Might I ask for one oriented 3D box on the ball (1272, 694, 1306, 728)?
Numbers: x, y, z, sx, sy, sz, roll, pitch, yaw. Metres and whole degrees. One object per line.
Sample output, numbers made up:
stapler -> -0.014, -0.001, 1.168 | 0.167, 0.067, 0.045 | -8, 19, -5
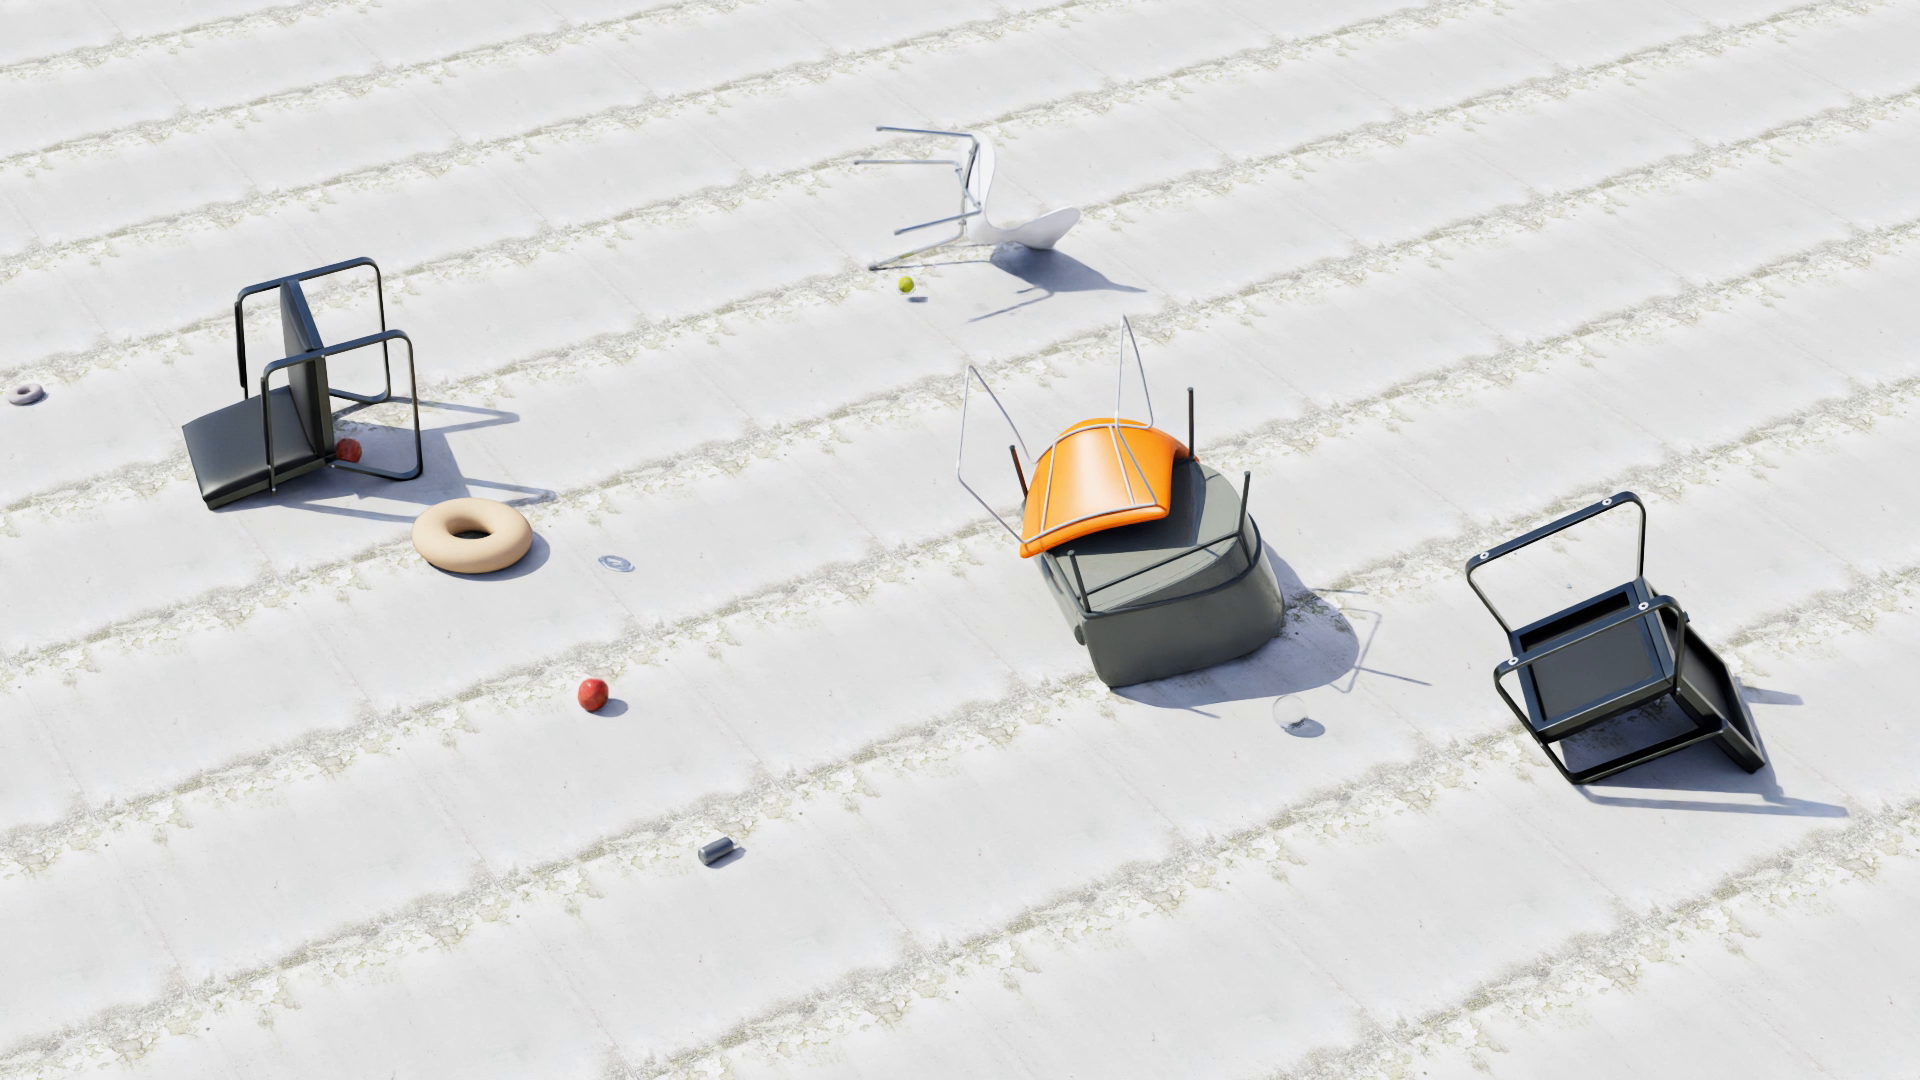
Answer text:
ball -> 1.118, 0.583, 9.956 | 0.115, 0.115, 0.115 | 0, 33, 0

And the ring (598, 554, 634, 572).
ring -> -1.269, 0.085, 10.800 | 0.148, 0.018, 0.075 | 17, 37, 23

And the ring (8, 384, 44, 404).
ring -> -3.762, -0.588, 11.804 | 0.116, 0.036, 0.150 | 25, 41, 33

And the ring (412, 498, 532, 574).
ring -> -1.809, -0.018, 10.867 | 0.465, 0.119, 0.403 | 16, 37, 21
